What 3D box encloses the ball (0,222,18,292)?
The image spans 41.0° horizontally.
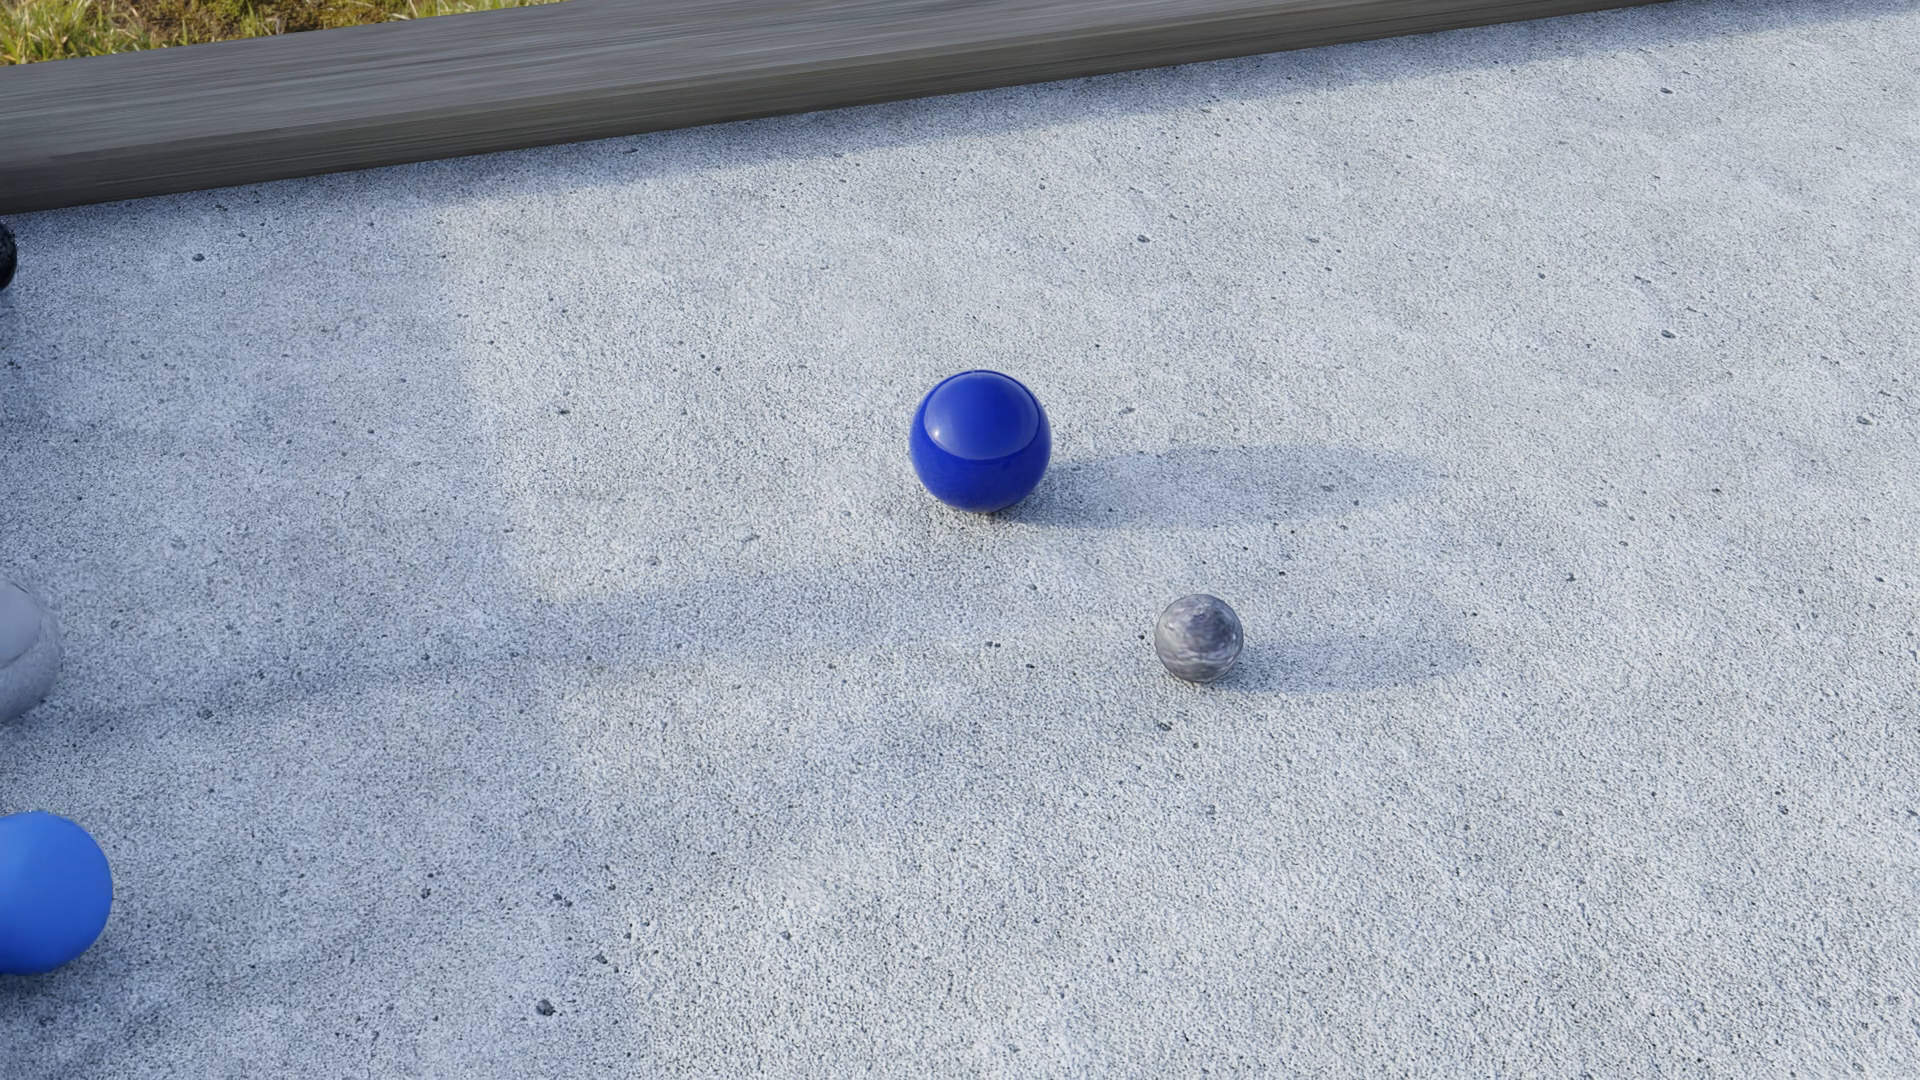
[{"bbox_3d":[-0.727,-0.209,1.885,0.066,0.066,0.066,0,36,0],"label":"ball"}]

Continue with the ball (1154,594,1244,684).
[{"bbox_3d":[0.142,0.058,1.523,0.053,0.053,0.053,0,36,0],"label":"ball"}]

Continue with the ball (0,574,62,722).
[{"bbox_3d":[-0.566,0.063,1.486,0.088,0.088,0.088,0,36,0],"label":"ball"}]

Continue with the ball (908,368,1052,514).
[{"bbox_3d":[0.013,-0.064,1.659,0.093,0.093,0.093,0,36,0],"label":"ball"}]

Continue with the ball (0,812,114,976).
[{"bbox_3d":[-0.481,0.182,1.323,0.084,0.084,0.084,0,36,0],"label":"ball"}]

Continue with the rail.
[{"bbox_3d":[0.458,-0.495,2.236,2.668,0.121,0.045,-10,37,-13],"label":"rail"}]
